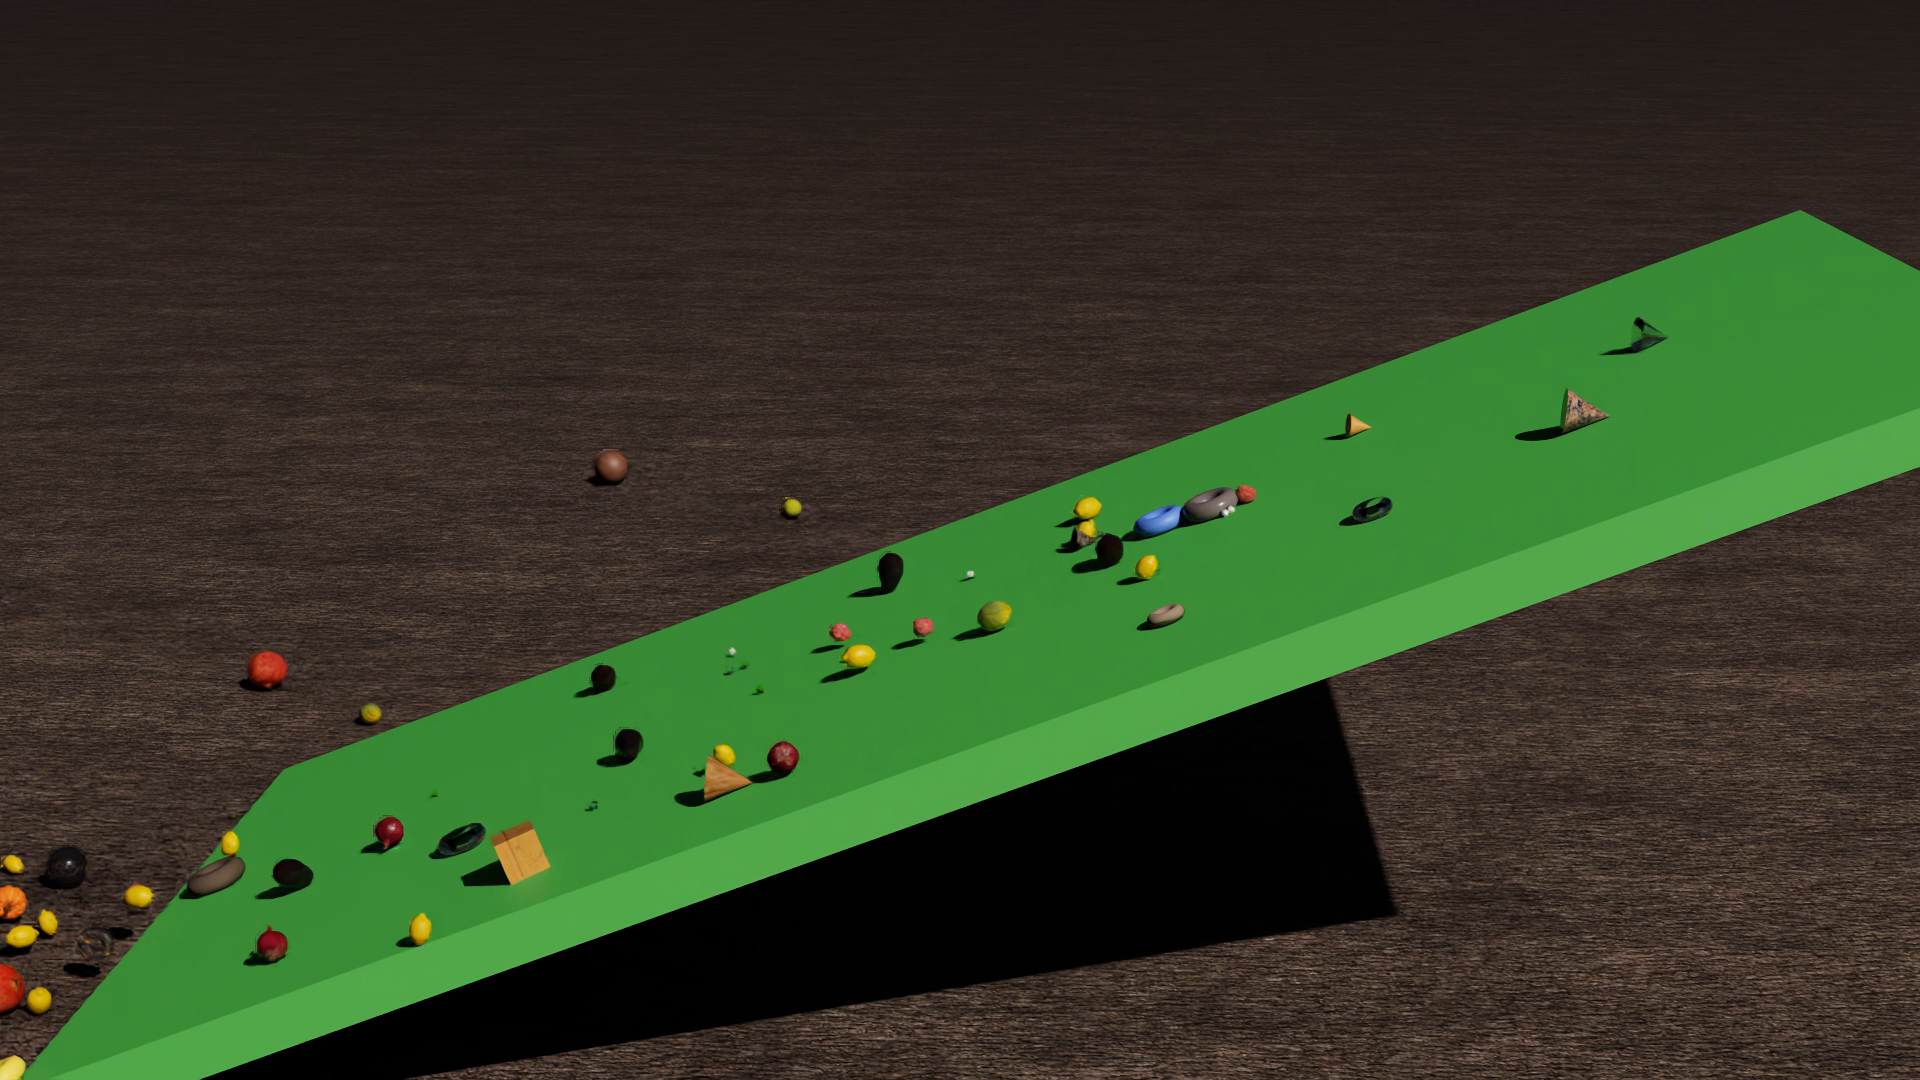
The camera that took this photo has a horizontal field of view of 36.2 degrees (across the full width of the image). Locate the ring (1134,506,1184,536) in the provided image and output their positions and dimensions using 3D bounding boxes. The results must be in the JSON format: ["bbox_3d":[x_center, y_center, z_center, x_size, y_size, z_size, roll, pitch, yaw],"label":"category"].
[{"bbox_3d":[0.433,-0.041,6.366,0.116,0.039,0.116,-21,10,4],"label":"ring"}]

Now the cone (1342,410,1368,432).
[{"bbox_3d":[0.889,-0.252,6.536,0.054,0.054,0.054,30,-1,-27],"label":"cone"}]

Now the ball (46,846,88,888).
[{"bbox_3d":[-2.098,0.769,6.910,0.096,0.096,0.096,0,13,0],"label":"ball"}]

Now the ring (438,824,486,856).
[{"bbox_3d":[-1.019,0.613,6.020,0.105,0.035,0.105,-21,10,4],"label":"ring"}]

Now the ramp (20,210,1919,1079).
[{"bbox_3d":[0.120,0.175,6.293,4.000,0.100,2.000,-20,12,7],"label":"ramp"}]

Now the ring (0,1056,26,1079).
[{"bbox_3d":[-1.842,1.035,5.619,0.127,0.042,0.127,-34,11,7],"label":"ring"}]

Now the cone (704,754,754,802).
[{"bbox_3d":[-0.441,0.462,5.650,0.092,0.092,0.092,5,13,-2],"label":"cone"}]

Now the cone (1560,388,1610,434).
[{"bbox_3d":[1.247,-0.251,5.848,0.092,0.092,0.092,7,14,5],"label":"cone"}]

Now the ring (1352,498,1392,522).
[{"bbox_3d":[0.814,-0.060,5.801,0.083,0.028,0.083,-20,13,5],"label":"ring"}]

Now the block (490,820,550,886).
[{"bbox_3d":[-0.845,0.600,5.651,0.082,0.082,0.082,-24,12,-11],"label":"block"}]

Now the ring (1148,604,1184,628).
[{"bbox_3d":[0.394,0.144,5.632,0.075,0.025,0.075,-21,10,4],"label":"ring"}]

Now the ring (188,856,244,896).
[{"bbox_3d":[-1.650,0.746,6.524,0.135,0.045,0.135,-22,12,5],"label":"ring"}]

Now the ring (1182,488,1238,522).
[{"bbox_3d":[0.538,-0.075,6.323,0.126,0.042,0.126,-21,13,5],"label":"ring"}]
